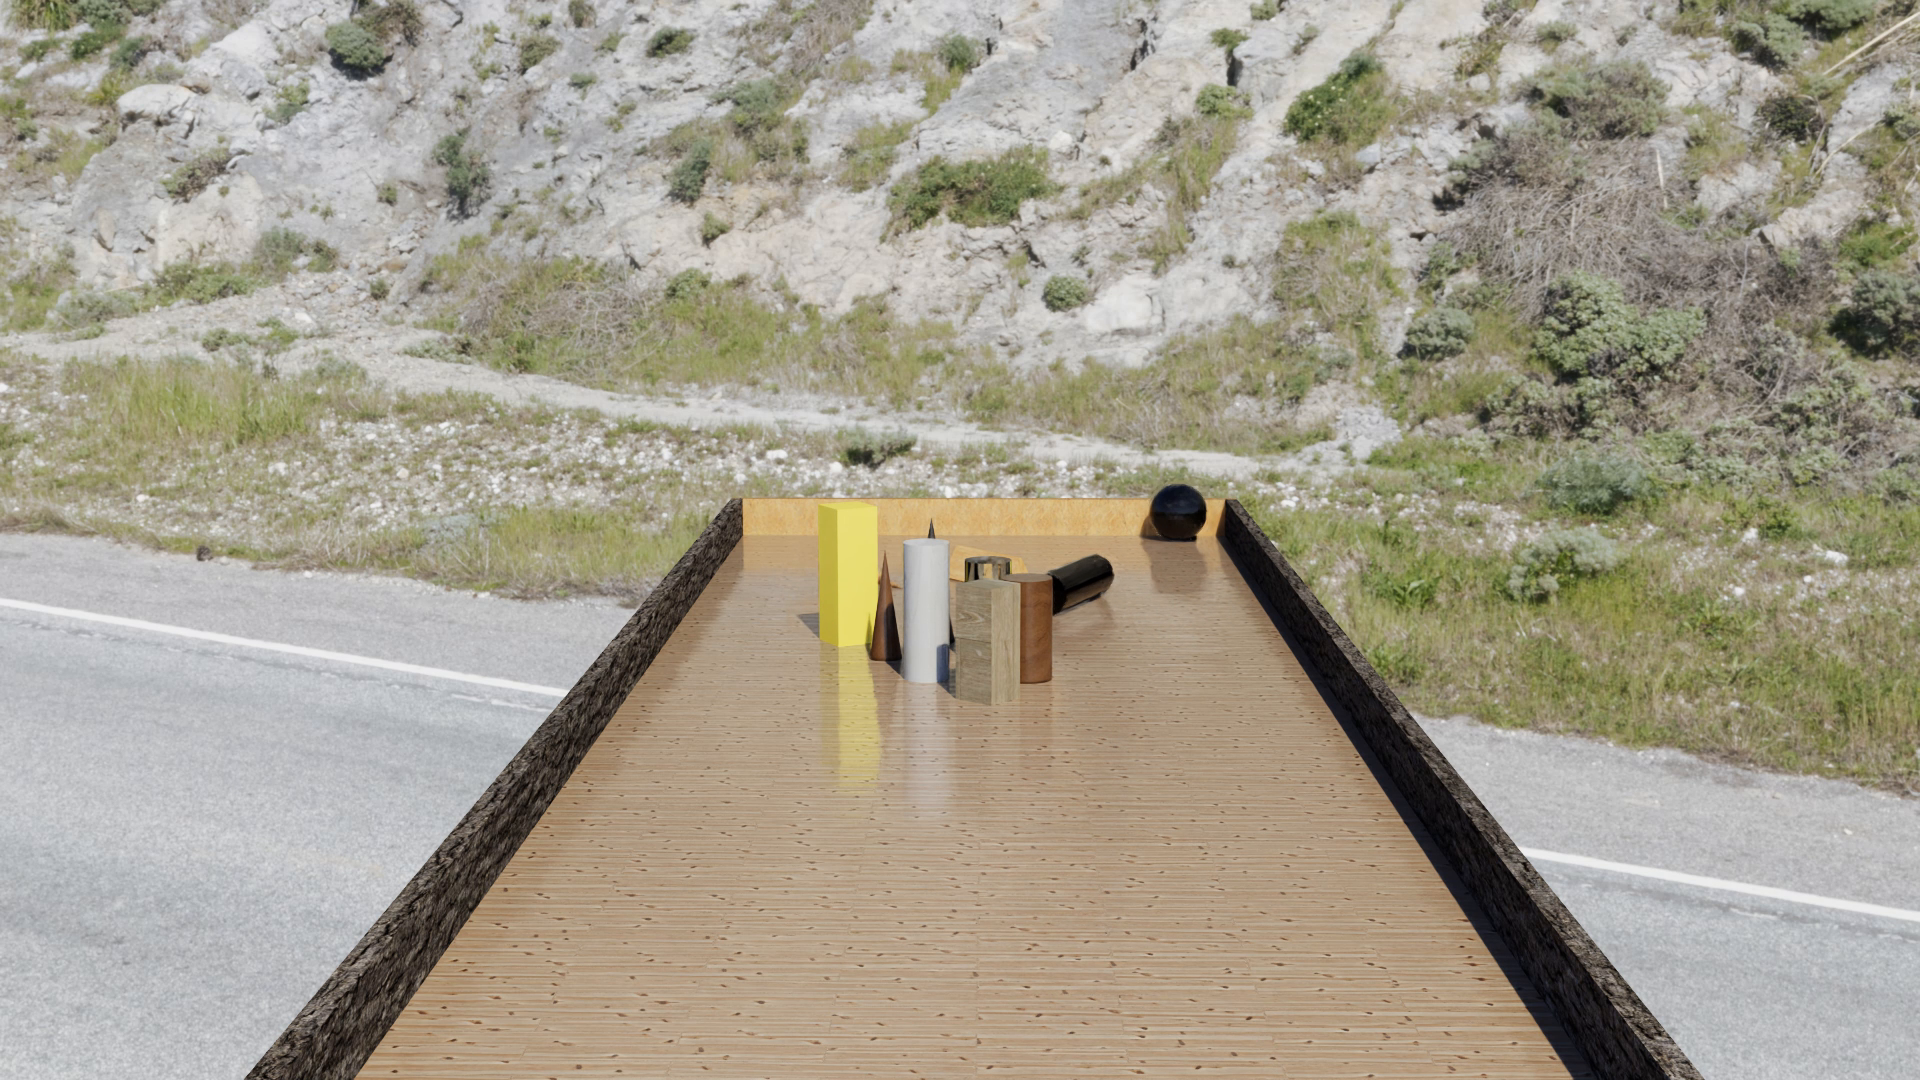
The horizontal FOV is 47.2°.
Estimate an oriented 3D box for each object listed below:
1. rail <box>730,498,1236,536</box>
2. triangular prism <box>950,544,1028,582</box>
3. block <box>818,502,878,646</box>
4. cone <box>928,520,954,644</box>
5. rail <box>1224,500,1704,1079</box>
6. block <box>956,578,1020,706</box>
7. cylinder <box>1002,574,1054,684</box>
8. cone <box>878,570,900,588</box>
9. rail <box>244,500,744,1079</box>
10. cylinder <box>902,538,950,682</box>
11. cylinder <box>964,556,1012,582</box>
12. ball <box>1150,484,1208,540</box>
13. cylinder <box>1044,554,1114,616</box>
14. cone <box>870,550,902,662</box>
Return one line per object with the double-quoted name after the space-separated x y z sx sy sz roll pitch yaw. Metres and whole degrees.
0.099 -0.098 9.147 2.100 0.150 0.050 0 9 1 "rail"
0.103 0.097 8.005 0.135 0.117 0.367 -7 11 -37 "triangular prism"
-0.354 0.106 6.953 0.138 0.434 0.138 -5 10 -29 "block"
-0.090 0.124 6.953 0.147 0.399 0.147 0 9 0 "cone"
1.046 0.843 3.208 0.050 0.150 12.000 0 9 1 "rail"
0.078 0.284 6.169 0.129 0.328 0.129 7 12 39 "block"
0.196 0.257 6.425 0.151 0.301 0.151 0 9 0 "cylinder"
-0.329 0.122 8.054 0.117 0.117 0.428 -7 19 -36 "cone"
-1.004 0.839 3.234 0.050 0.150 12.000 0 9 1 "rail"
-0.098 0.205 6.427 0.136 0.403 0.136 0 9 0 "cylinder"
0.085 0.213 6.673 0.143 0.310 0.143 0 9 0 "cylinder"
0.892 -0.114 8.977 0.235 0.235 0.235 0 9 0 "ball"
0.383 0.153 7.585 0.143 0.143 0.444 4 10 25 "cylinder"
-0.228 0.195 6.703 0.101 0.338 0.101 0 9 0 "cone"
